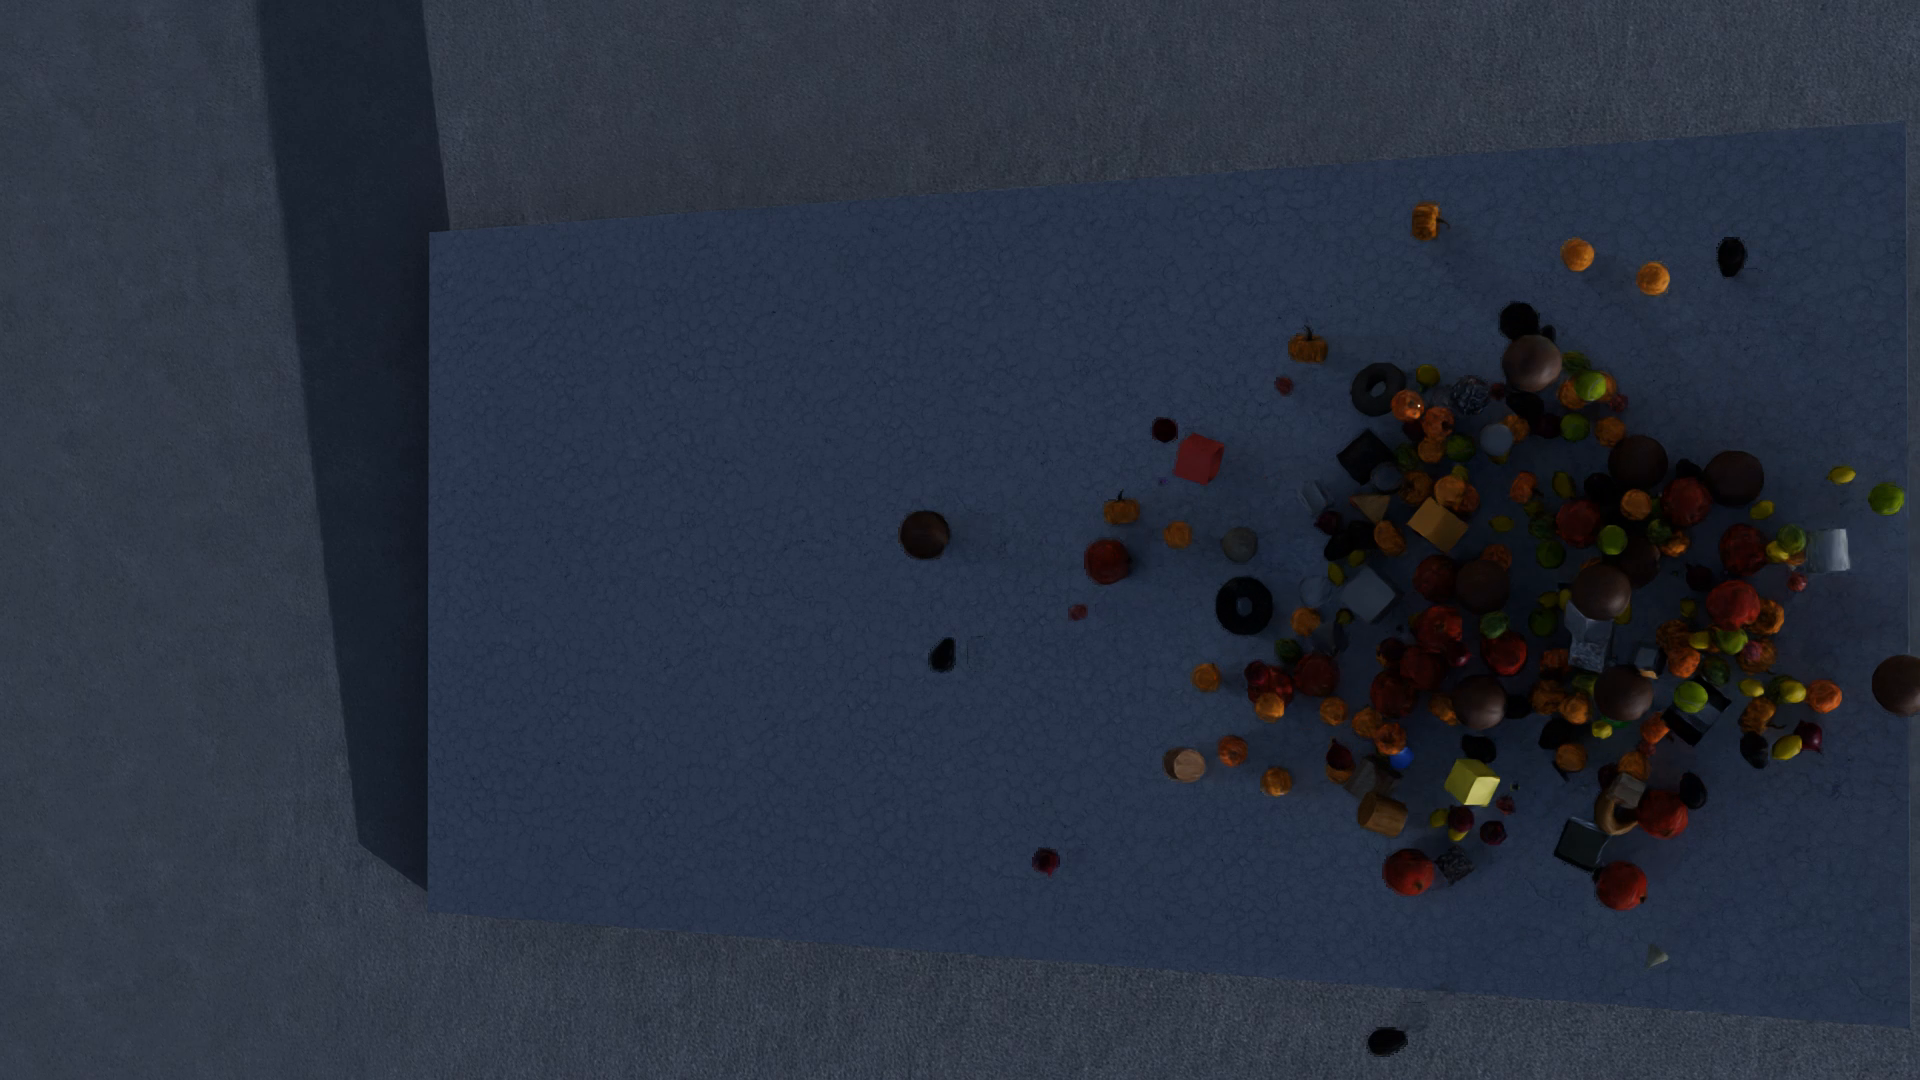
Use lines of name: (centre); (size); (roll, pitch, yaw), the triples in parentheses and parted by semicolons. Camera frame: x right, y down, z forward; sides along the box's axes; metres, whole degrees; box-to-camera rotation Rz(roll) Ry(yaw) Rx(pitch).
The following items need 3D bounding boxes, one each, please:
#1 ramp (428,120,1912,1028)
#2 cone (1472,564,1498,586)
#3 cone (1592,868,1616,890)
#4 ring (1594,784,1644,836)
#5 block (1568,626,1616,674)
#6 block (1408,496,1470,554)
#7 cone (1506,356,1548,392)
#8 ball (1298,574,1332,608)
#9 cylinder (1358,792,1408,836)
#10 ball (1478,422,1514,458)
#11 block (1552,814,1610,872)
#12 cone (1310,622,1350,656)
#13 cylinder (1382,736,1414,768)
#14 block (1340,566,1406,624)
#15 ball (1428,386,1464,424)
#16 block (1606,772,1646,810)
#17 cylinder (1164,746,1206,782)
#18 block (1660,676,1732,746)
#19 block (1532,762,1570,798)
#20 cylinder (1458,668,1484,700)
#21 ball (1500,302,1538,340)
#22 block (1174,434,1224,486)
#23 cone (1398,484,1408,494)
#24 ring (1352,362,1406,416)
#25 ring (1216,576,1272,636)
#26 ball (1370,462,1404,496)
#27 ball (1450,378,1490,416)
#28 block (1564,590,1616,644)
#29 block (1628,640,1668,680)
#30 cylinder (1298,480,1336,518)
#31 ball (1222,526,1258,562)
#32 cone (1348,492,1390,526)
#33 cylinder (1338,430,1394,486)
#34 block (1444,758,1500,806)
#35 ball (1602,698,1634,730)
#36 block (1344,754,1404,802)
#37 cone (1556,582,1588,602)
ramp: (0.283, 0.083, 5.704); (4.000, 0.100, 2.000); (0, 89, 24)
cone: (1.247, 0.080, 5.206); (0.057, 0.057, 0.057); (-4, 89, -3)
cone: (1.482, 0.787, 5.076); (0.053, 0.053, 0.053); (1, 93, 29)
ring: (1.511, 0.616, 5.042); (0.130, 0.043, 0.130); (-6, 106, -20)
block: (1.455, 0.243, 5.065); (0.080, 0.080, 0.080); (15, 130, 24)
block: (1.123, -0.034, 5.166); (0.083, 0.083, 0.083); (34, 98, -31)
cone: (1.338, -0.383, 5.164); (0.088, 0.088, 0.088); (8, 89, -3)
ball: (0.863, 0.125, 5.345); (0.084, 0.084, 0.084); (0, 89, 0)
cylinder: (0.996, 0.647, 5.189); (0.084, 0.084, 0.084); (20, 89, -12)
ball: (1.244, -0.232, 5.105); (0.080, 0.080, 0.080); (0, 89, 0)
block: (1.438, 0.700, 5.077); (0.093, 0.093, 0.093); (23, 99, 22)
cone: (0.896, 0.259, 5.289); (0.096, 0.096, 0.096); (1, 114, 3)
cylinder: (1.040, 0.504, 5.221); (0.059, 0.059, 0.059); (-2, 111, -6)
block: (0.990, 0.132, 5.280); (0.100, 0.100, 0.100); (47, 107, 17)
ball: (1.158, -0.322, 5.216); (0.089, 0.089, 0.089); (0, 89, 0)
block: (1.506, 0.568, 4.975); (0.057, 0.057, 0.057); (27, 77, 4)
cylinder: (0.556, 0.556, 5.448); (0.082, 0.082, 0.082); (0, 90, -12)
block: (1.658, 0.385, 4.960); (0.095, 0.095, 0.095); (41, 61, 19)
block: (1.377, 0.557, 5.125); (0.058, 0.058, 0.058); (-42, 74, 18)
cylinder: (1.205, 0.341, 5.187); (0.055, 0.055, 0.055); (-8, 56, 12)
ball: (1.309, -0.511, 5.151); (0.090, 0.090, 0.090); (0, 89, 0)
block: (0.590, -0.199, 5.415); (0.086, 0.086, 0.086); (20, 117, 19)
cone: (1.048, -0.133, 5.292); (0.080, 0.080, 0.080); (37, 89, -8)
ring: (1.002, -0.361, 5.265); (0.139, 0.046, 0.139); (-17, 58, 30)
ring: (0.702, 0.164, 5.435); (0.148, 0.049, 0.148); (1, 92, 27)
ball: (1.010, -0.146, 5.203); (0.081, 0.081, 0.081); (0, 89, 0)
ball: (1.191, -0.335, 5.134); (0.090, 0.090, 0.090); (0, 89, 0)
block: (1.438, 0.177, 5.025); (0.075, 0.075, 0.075); (-16, 128, -17)
block: (1.513, 0.264, 4.840); (0.056, 0.056, 0.056); (11, 68, 41)
cylinder: (0.867, -0.100, 5.355); (0.067, 0.067, 0.067); (-30, 77, 0)
ball: (0.691, 0.011, 5.420); (0.090, 0.090, 0.090); (0, 89, 0)
cone: (0.972, -0.091, 5.276); (0.091, 0.091, 0.091); (20, 89, -1)
cylinder: (0.976, -0.199, 5.292); (0.096, 0.096, 0.096); (-42, 89, 18)
block: (1.187, 0.562, 5.096); (0.077, 0.077, 0.077); (6, 115, -32)
ball: (1.512, 0.401, 5.060); (0.070, 0.070, 0.070); (0, 89, 0)
block: (0.992, 0.581, 5.278); (0.091, 0.091, 0.091); (36, 103, 20)
cone: (1.415, 0.115, 5.128); (0.067, 0.067, 0.067); (-18, 127, -25)
